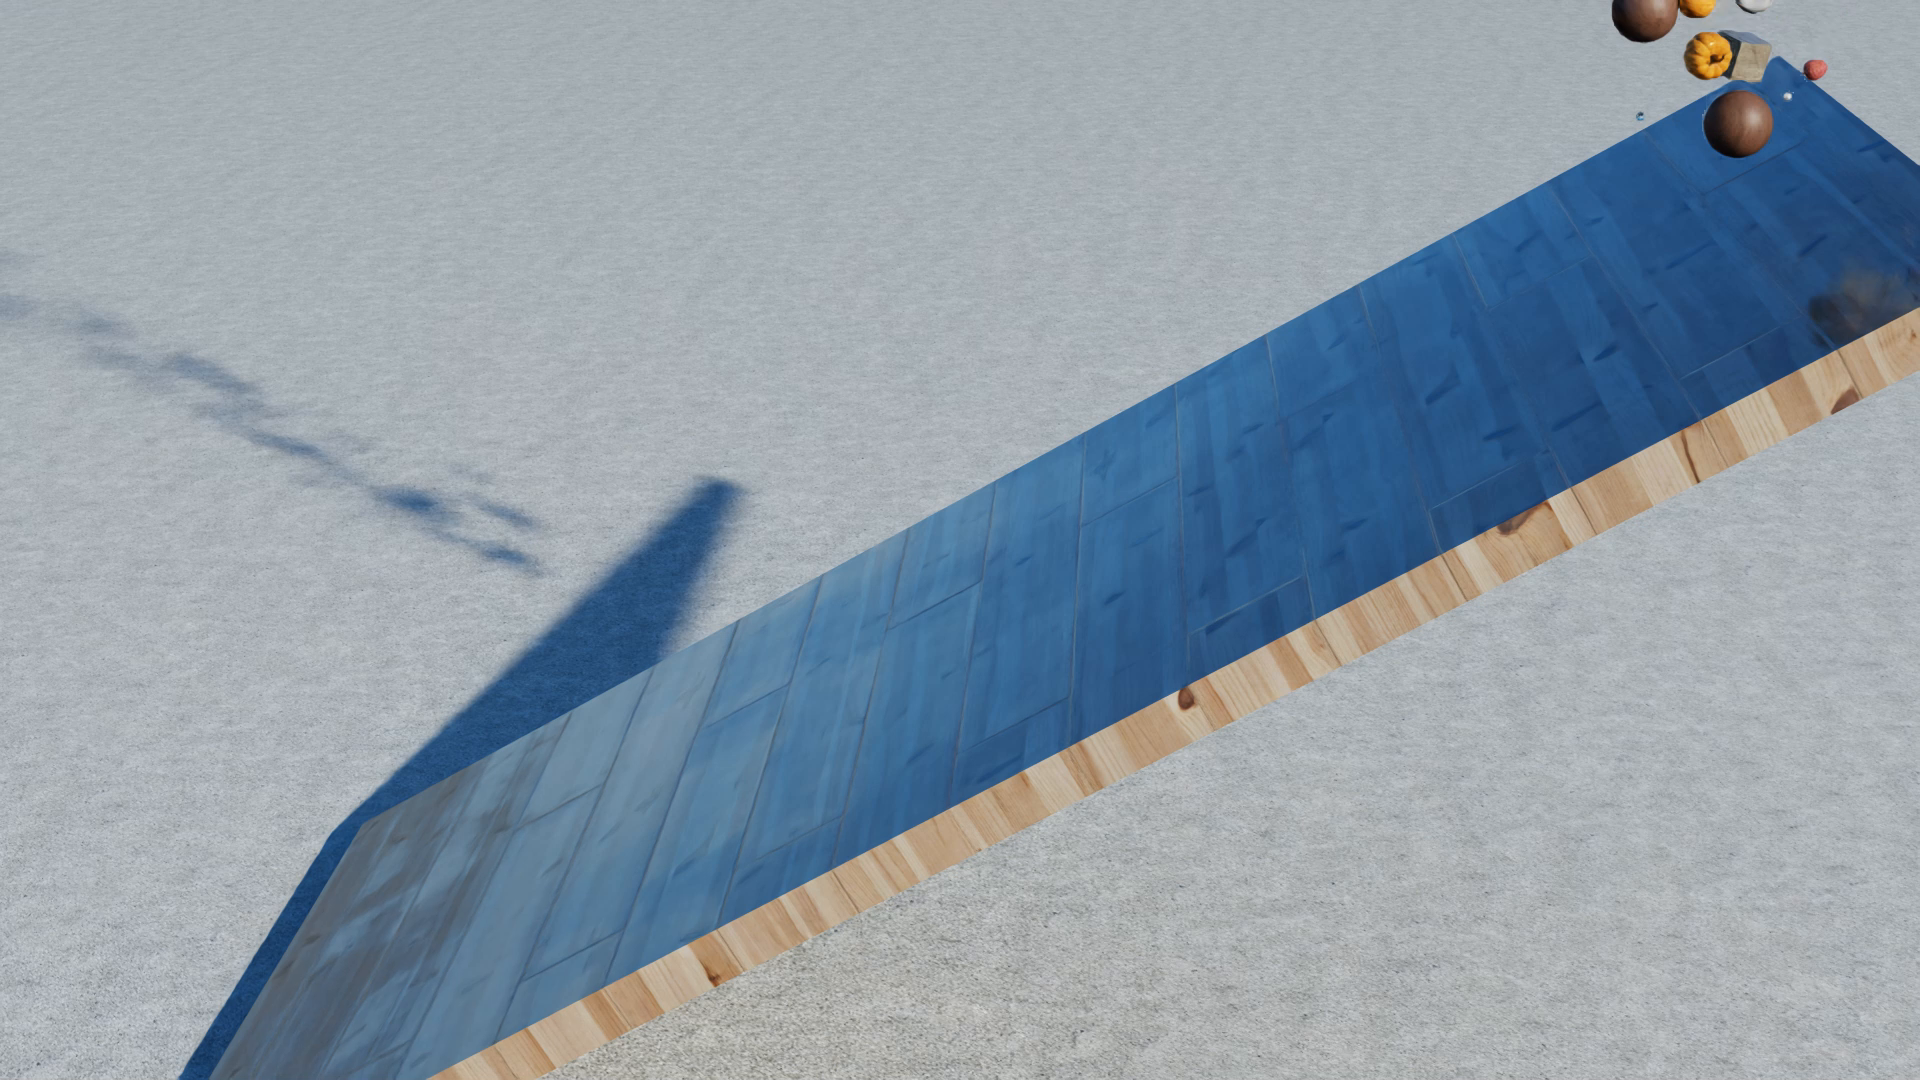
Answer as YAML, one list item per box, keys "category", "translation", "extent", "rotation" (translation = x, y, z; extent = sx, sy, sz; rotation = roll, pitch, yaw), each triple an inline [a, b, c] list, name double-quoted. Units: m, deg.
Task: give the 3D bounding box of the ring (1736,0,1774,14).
- category: "ring"
  translation: [1.580, -1.088, 5.846]
  extent: [0.081, 0.081, 0.027]
  rotation: [4, 10, 11]

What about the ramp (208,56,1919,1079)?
- category: "ramp"
  translation: [0.142, 0.168, 6.285]
  extent: [4.000, 0.100, 2.000]
  rotation: [-28, 15, 12]

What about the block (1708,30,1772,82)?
- category: "block"
  translation: [1.568, -0.973, 5.911]
  extent: [0.078, 0.078, 0.078]
  rotation: [0, 28, -25]
